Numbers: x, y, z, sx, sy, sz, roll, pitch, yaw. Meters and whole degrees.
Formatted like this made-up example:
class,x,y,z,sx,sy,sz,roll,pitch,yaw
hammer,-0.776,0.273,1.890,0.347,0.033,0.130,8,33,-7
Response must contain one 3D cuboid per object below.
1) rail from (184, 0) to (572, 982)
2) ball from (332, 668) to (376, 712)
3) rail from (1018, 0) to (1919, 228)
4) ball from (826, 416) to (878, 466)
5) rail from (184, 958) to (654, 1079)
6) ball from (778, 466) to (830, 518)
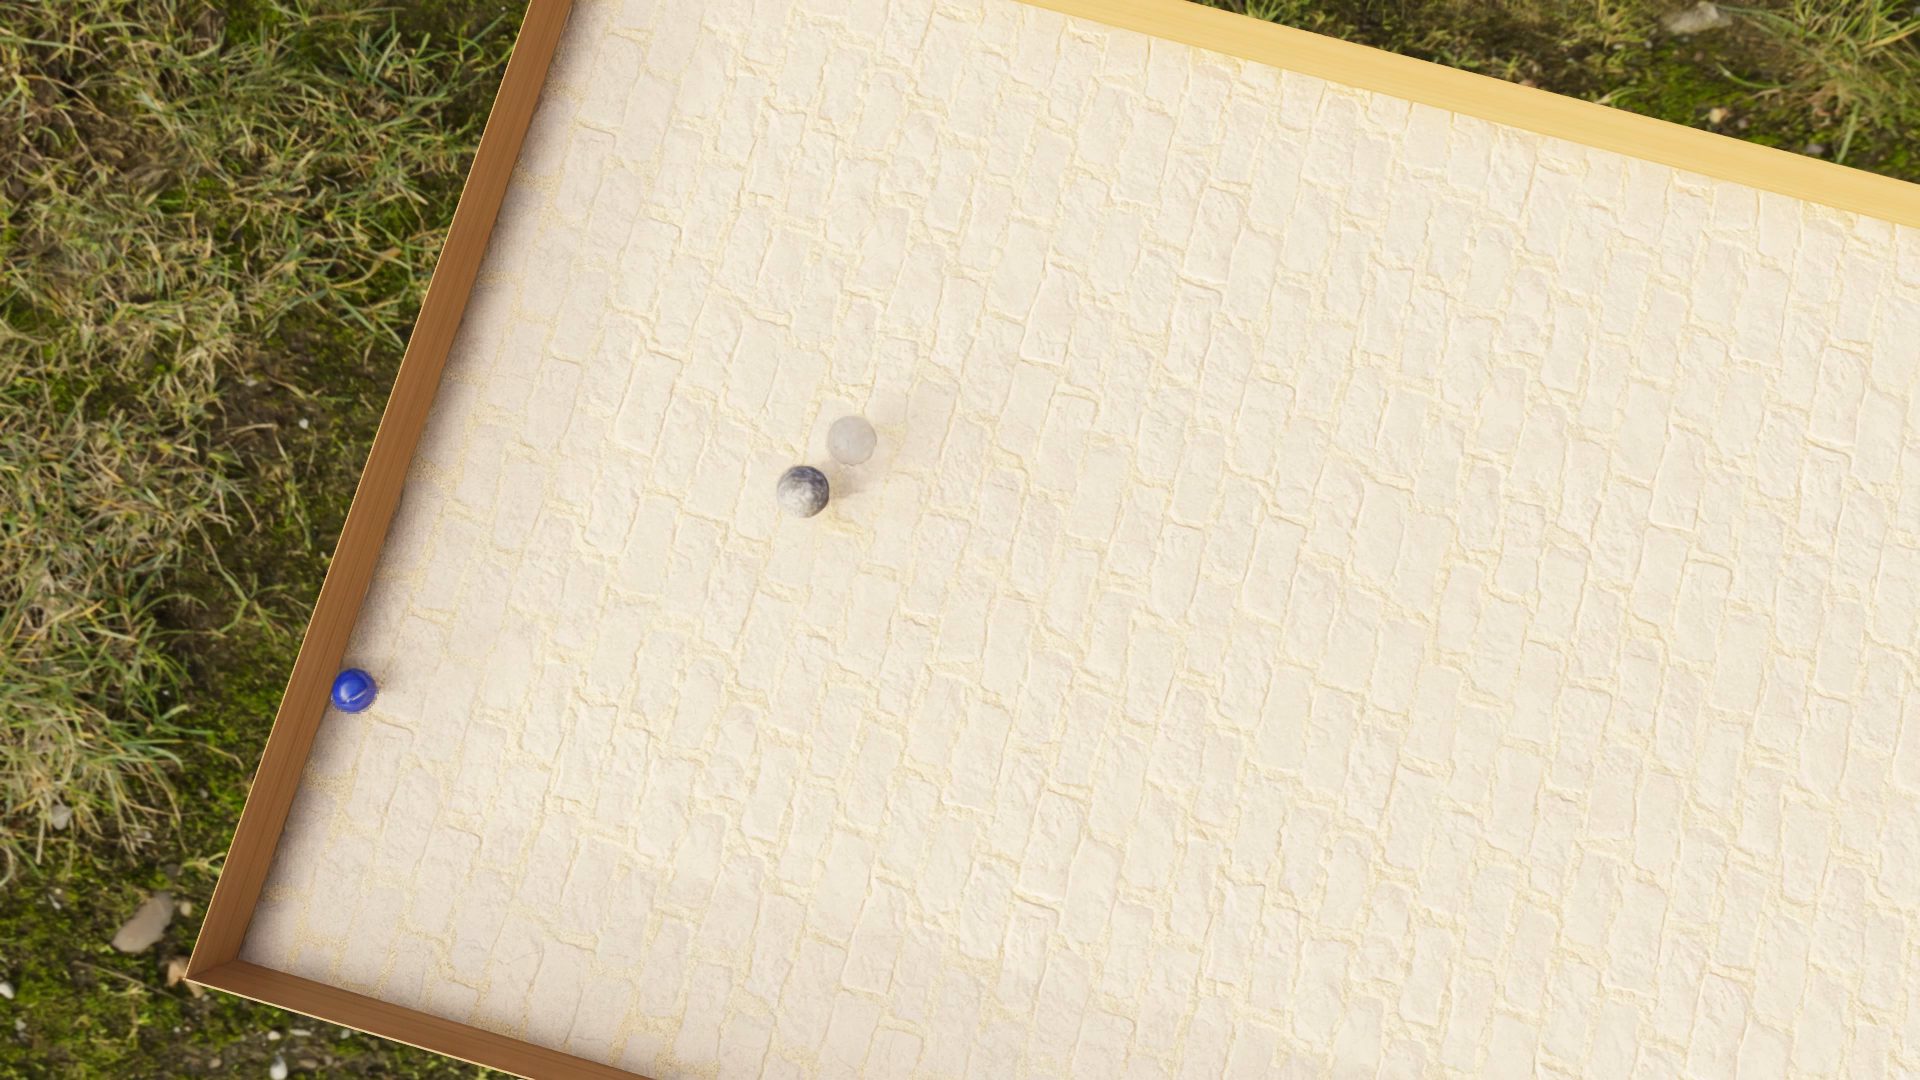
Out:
class,x,y,z,sx,sy,sz,roll,pitch,yaw
rail,-0.828,-0.226,3.368,0.045,0.105,1.850,15,77,4
ball,-0.904,0.224,3.278,0.064,0.064,0.064,0,76,0
rail,1.091,-0.618,3.464,3.531,0.105,0.045,15,77,4
ball,-0.165,-0.153,3.365,0.077,0.077,0.077,0,76,0
rail,0.610,1.069,3.048,3.531,0.105,0.045,15,77,4
ball,-0.238,-0.073,3.343,0.081,0.081,0.081,0,76,0
